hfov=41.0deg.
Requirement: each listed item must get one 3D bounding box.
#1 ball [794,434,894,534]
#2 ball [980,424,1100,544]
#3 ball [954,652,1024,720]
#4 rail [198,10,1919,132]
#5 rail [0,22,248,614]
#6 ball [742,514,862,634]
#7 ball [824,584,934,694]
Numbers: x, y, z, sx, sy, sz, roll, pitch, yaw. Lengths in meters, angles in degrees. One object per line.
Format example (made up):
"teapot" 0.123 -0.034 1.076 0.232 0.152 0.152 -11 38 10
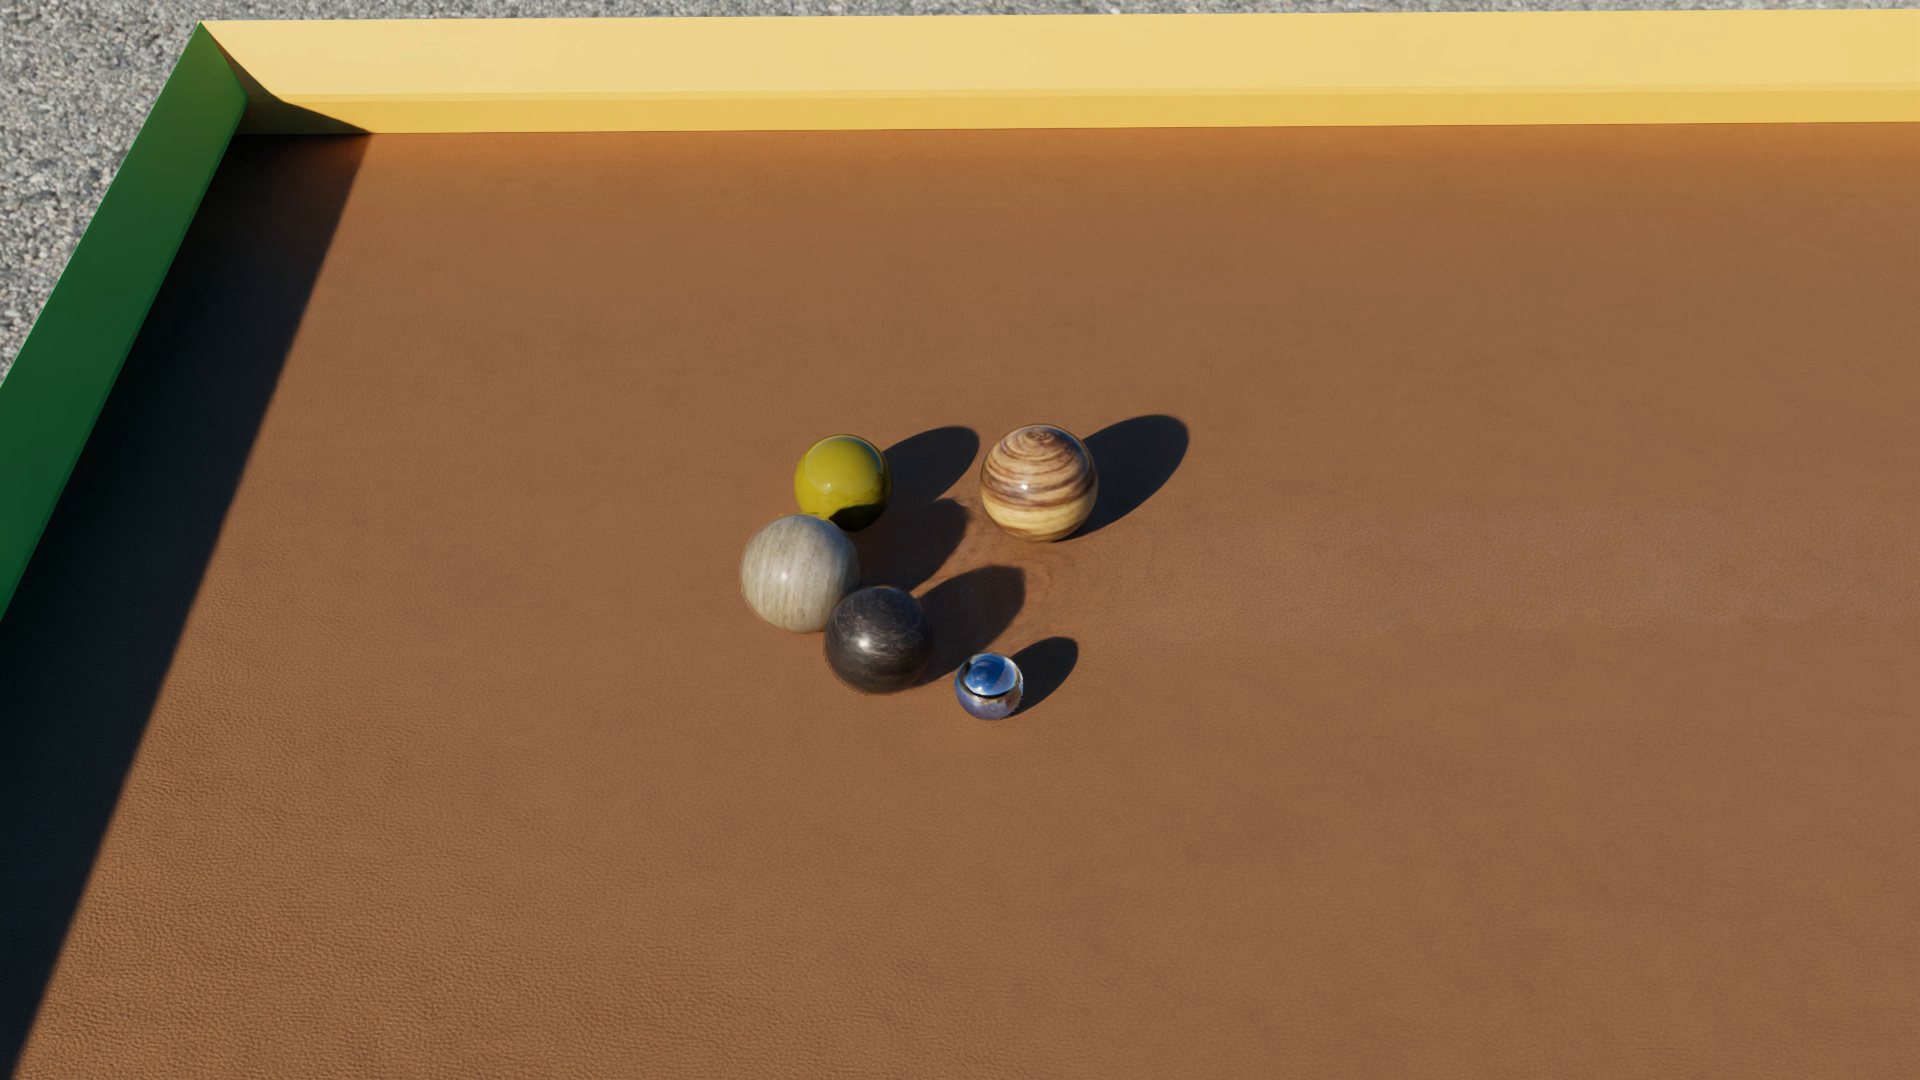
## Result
"ball" -0.085 -0.041 1.864 0.072 0.072 0.072 0 35 0
"ball" 0.057 -0.041 1.852 0.087 0.087 0.087 0 35 0
"ball" 0.019 0.096 1.693 0.046 0.046 0.046 0 35 0
"rail" 0.672 -0.428 2.375 2.734 0.112 0.045 -1 35 -1
"rail" -0.660 -0.011 1.785 0.045 0.112 1.448 -1 35 -1
"ball" -0.109 0.023 1.765 0.083 0.083 0.083 0 35 0
"ball" -0.054 0.066 1.711 0.073 0.073 0.073 0 35 0
